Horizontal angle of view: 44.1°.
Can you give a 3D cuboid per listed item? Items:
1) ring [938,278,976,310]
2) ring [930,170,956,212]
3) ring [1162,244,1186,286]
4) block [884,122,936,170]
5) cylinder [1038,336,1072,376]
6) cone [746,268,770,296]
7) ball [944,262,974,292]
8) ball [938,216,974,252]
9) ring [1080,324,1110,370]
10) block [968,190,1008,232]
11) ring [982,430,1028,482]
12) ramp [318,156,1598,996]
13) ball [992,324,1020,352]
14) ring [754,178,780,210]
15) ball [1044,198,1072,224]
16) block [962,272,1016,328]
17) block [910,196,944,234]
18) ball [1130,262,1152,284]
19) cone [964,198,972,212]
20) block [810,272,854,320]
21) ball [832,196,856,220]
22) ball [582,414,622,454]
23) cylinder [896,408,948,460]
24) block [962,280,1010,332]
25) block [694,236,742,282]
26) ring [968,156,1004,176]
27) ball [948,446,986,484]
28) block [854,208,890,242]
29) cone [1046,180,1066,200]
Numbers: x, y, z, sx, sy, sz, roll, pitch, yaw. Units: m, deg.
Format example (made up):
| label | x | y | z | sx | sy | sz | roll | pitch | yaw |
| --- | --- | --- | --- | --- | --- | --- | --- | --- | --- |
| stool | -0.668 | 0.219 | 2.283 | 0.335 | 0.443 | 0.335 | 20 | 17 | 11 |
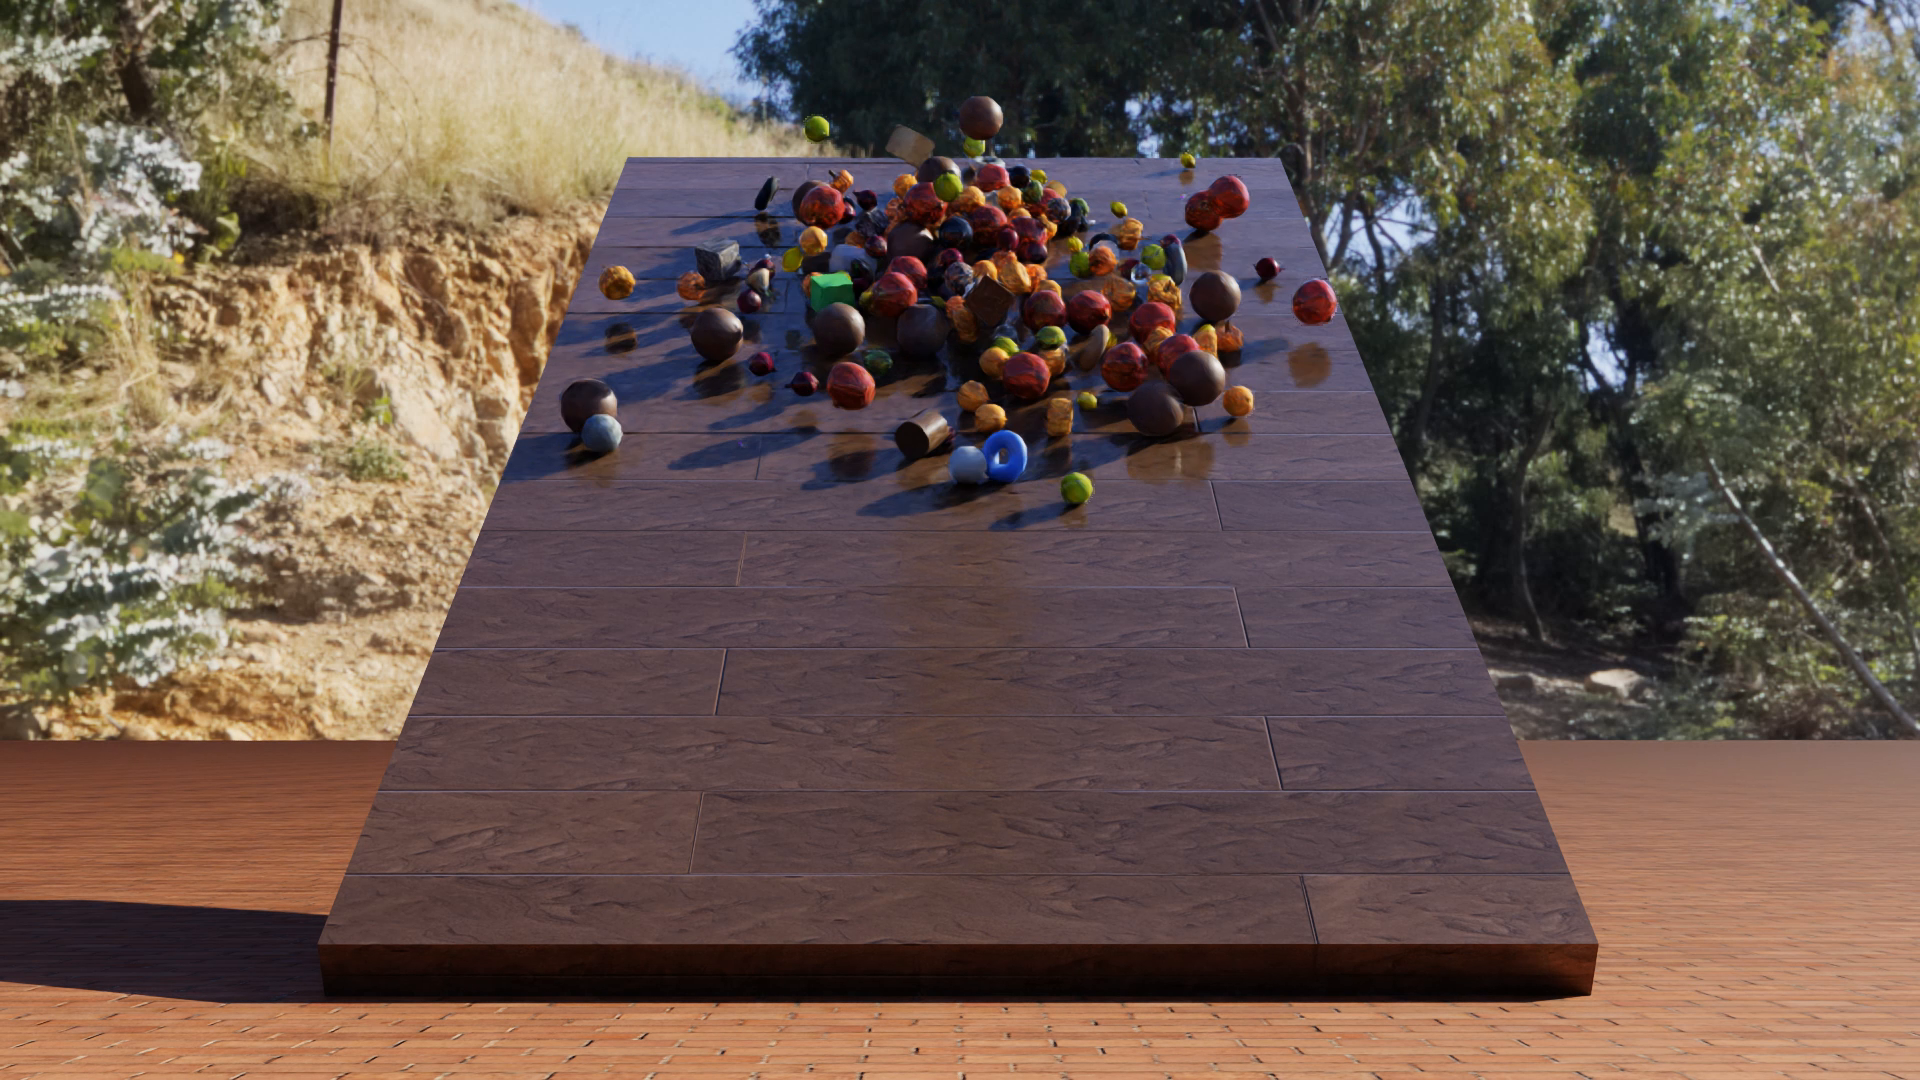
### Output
| label | x | y | z | sx | sy | sz | roll | pitch | yaw |
| --- | --- | --- | --- | --- | --- | --- | --- | --- | --- |
| ring | 0.014 | -0.640 | 6.155 | 0.148 | 0.049 | 0.148 | 1 | 28 | 0 |
| ring | -0.045 | -0.960 | 6.513 | 0.041 | 0.123 | 0.123 | 21 | -8 | -9 |
| ring | 0.565 | -0.726 | 6.248 | 0.038 | 0.115 | 0.115 | -4 | -4 | -14 |
| block | -0.143 | -1.127 | 6.787 | 0.087 | 0.087 | 0.087 | 33 | 8 | 34 |
| cylinder | 0.229 | -0.443 | 5.706 | 0.073 | 0.073 | 0.073 | -10 | -22 | -4 |
| cone | -0.518 | -0.663 | 6.217 | 0.070 | 0.070 | 0.070 | -21 | -30 | -13 |
| ball | -0.002 | -0.677 | 6.090 | 0.077 | 0.077 | 0.077 | 0 | -5 | 0 |
| ball | -0.012 | -0.815 | 6.317 | 0.096 | 0.096 | 0.096 | 0 | -5 | 0 |
| ring | 0.322 | -0.461 | 5.673 | 0.040 | 0.121 | 0.121 | 24 | -7 | -5 |
| block | 0.077 | -0.926 | 6.657 | 0.076 | 0.076 | 0.076 | -12 | -25 | -24 |
| ring | 0.096 | -0.183 | 5.190 | 0.116 | 0.116 | 0.039 | -3 | -5 | 35 |
| ramp | -0.010 | -0.227 | 5.503 | 2.000 | 0.100 | 4.000 | 0 | 27 | 0 |
| ball | 0.114 | -0.498 | 5.852 | 0.069 | 0.069 | 0.069 | 0 | -5 | 0 |
| ring | -0.553 | -0.991 | 6.784 | 0.036 | 0.108 | 0.108 | 31 | -8 | -4 |
| ball | 0.266 | -0.894 | 6.431 | 0.071 | 0.071 | 0.071 | 0 | -5 | 0 |
| block | 0.070 | -0.593 | 5.838 | 0.093 | 0.093 | 0.093 | 36 | 8 | -8 |
| block | -0.091 | -0.914 | 6.660 | 0.082 | 0.082 | 0.082 | -5 | 27 | -10 |
| ball | 0.465 | -0.683 | 6.078 | 0.055 | 0.055 | 0.055 | 0 | -5 | 0 |
| cone | 0.043 | -0.956 | 6.709 | 0.055 | 0.055 | 0.055 | 1 | -17 | -12 |
| block | -0.327 | -0.627 | 6.085 | 0.087 | 0.087 | 0.087 | -10 | 28 | -19 |
| ball | -0.329 | -0.937 | 6.693 | 0.070 | 0.070 | 0.070 | 0 | -5 | 0 |
| ball | -0.803 | -0.238 | 5.309 | 0.091 | 0.091 | 0.091 | 0 | -5 | 0 |
| cylinder | -0.085 | -0.238 | 5.317 | 0.088 | 0.088 | 0.088 | -3 | 21 | 34 |
| block | 0.065 | -0.593 | 5.992 | 0.086 | 0.086 | 0.086 | -11 | -38 | -21 |
| block | -0.645 | -0.751 | 6.324 | 0.082 | 0.082 | 0.082 | 17 | 38 | 29 |
| ring | 0.081 | -1.129 | 7.138 | 0.109 | 0.036 | 0.109 | 1 | 27 | -1 |
| ball | 0.016 | -0.164 | 5.173 | 0.085 | 0.085 | 0.085 | 0 | -5 | 0 |
| block | -0.237 | -0.854 | 6.419 | 0.058 | 0.058 | 0.058 | -39 | 1 | 37 |
| cone | 0.263 | -0.980 | 6.739 | 0.063 | 0.063 | 0.063 | -2 | 32 | 27 |
